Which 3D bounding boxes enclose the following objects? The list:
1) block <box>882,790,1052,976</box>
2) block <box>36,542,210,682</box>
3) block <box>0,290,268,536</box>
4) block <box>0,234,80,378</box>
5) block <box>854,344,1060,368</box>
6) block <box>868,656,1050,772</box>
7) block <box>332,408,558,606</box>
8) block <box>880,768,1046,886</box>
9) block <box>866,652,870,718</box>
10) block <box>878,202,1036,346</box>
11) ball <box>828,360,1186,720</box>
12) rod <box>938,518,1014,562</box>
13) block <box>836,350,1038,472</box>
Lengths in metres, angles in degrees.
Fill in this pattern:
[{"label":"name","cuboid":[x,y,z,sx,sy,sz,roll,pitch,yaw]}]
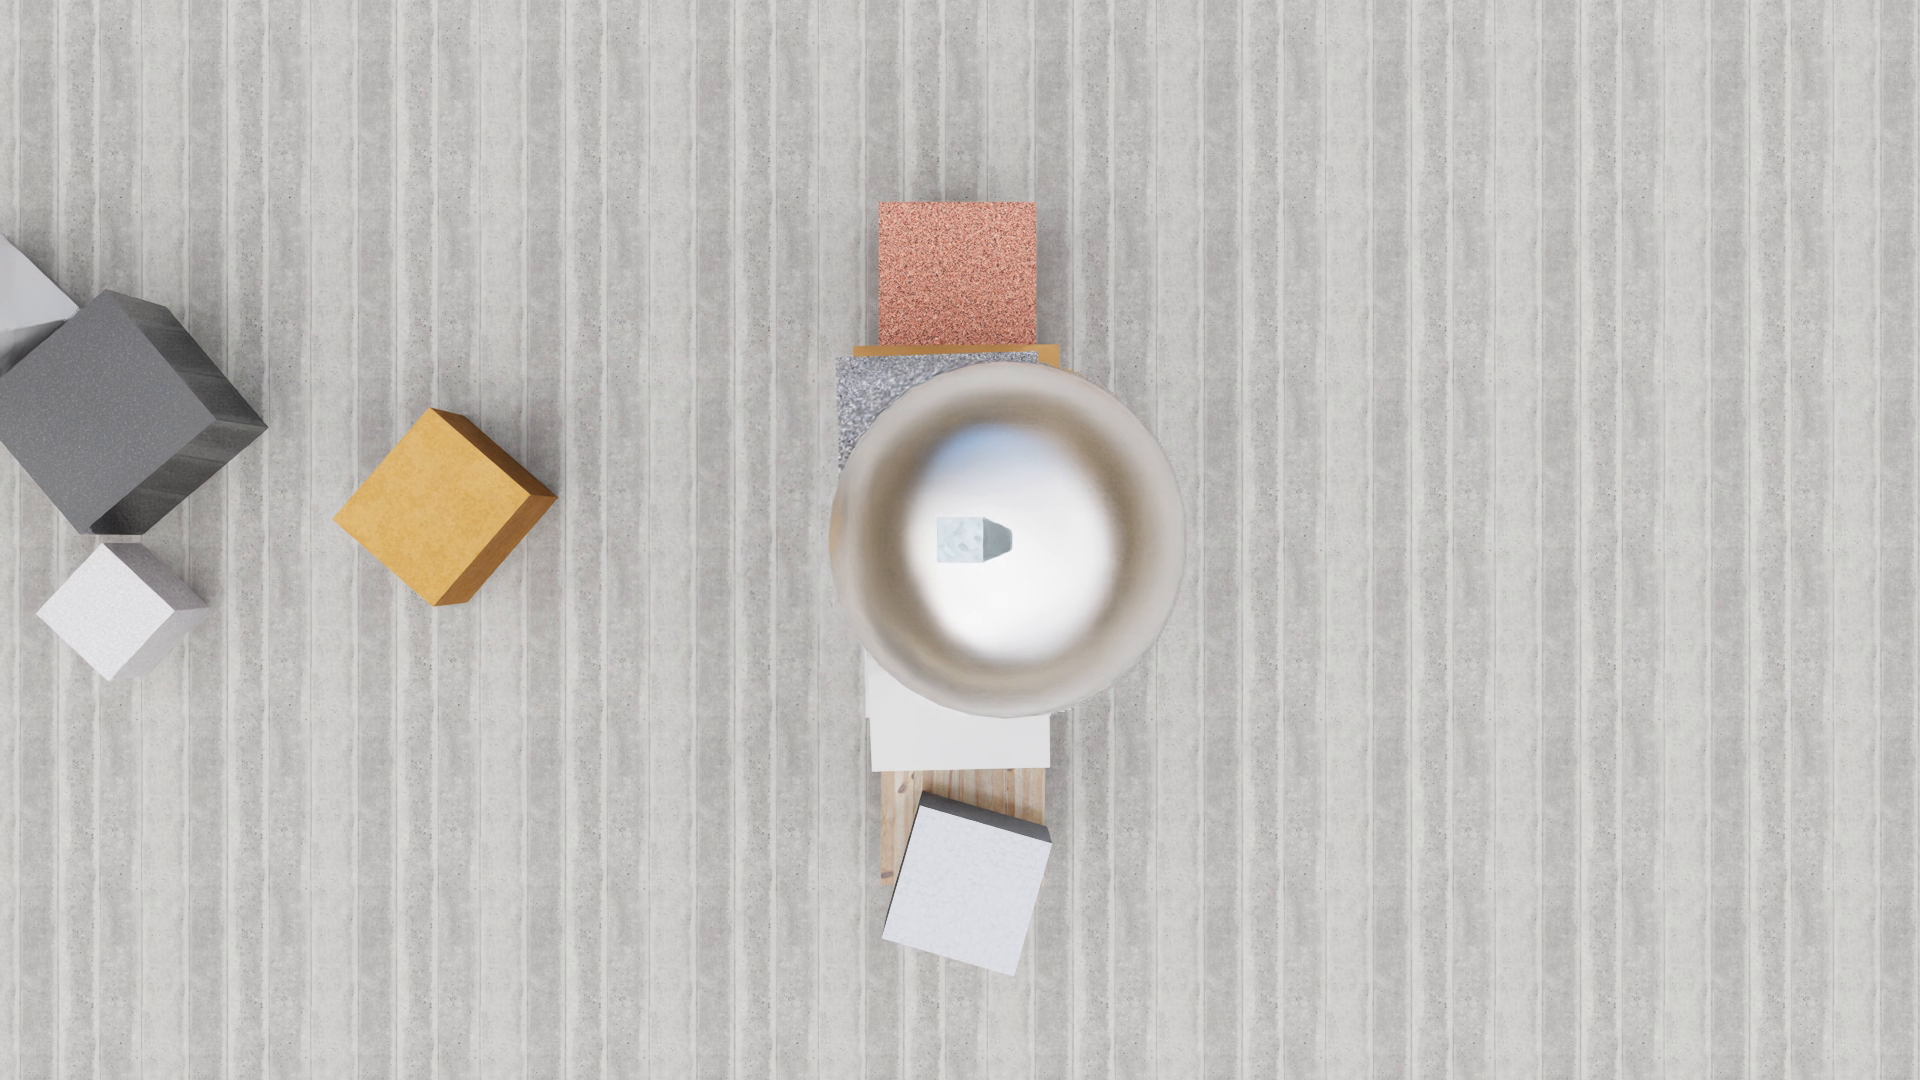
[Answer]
[{"label":"block","cuboid":[0.036,1.812,11.693,0.711,0.679,0.714,16,90,0]},{"label":"block","cuboid":[-4.823,0.407,12.704,0.559,0.592,0.547,43,90,0]},{"label":"block","cuboid":[-4.763,-0.704,12.538,0.980,0.923,0.939,-40,90,0]},{"label":"block","cuboid":[-5.751,-1.156,12.412,0.806,0.938,0.935,44,108,0]},{"label":"block","cuboid":[-0.016,-0.502,12.397,1.104,1.206,1.086,0,90,0]},{"label":"block","cuboid":[-0.008,0.585,11.499,0.909,0.917,0.914,-1,110,0]},{"label":"block","cuboid":[-2.922,-0.183,12.575,0.738,0.851,0.821,41,90,0]},{"label":"block","cuboid":[0.017,1.441,12.516,0.895,0.968,0.899,0,90,0]},{"label":"block","cuboid":[-0.015,0.513,12.543,1.010,0.914,0.924,0,90,0]},{"label":"block","cuboid":[-0.014,-1.470,12.631,0.876,0.738,0.829,0,90,0]},{"label":"ball","cuboid":[0.208,0.000,9.834,1.600,1.600,1.600,0,90,0]},{"label":"rod","cuboid":[0.090,0.000,6.436,0.080,5.200,0.080,0,90,2]},{"label":"block","cuboid":[-0.100,-0.463,11.320,0.999,0.948,0.906,-2,90,0]}]
